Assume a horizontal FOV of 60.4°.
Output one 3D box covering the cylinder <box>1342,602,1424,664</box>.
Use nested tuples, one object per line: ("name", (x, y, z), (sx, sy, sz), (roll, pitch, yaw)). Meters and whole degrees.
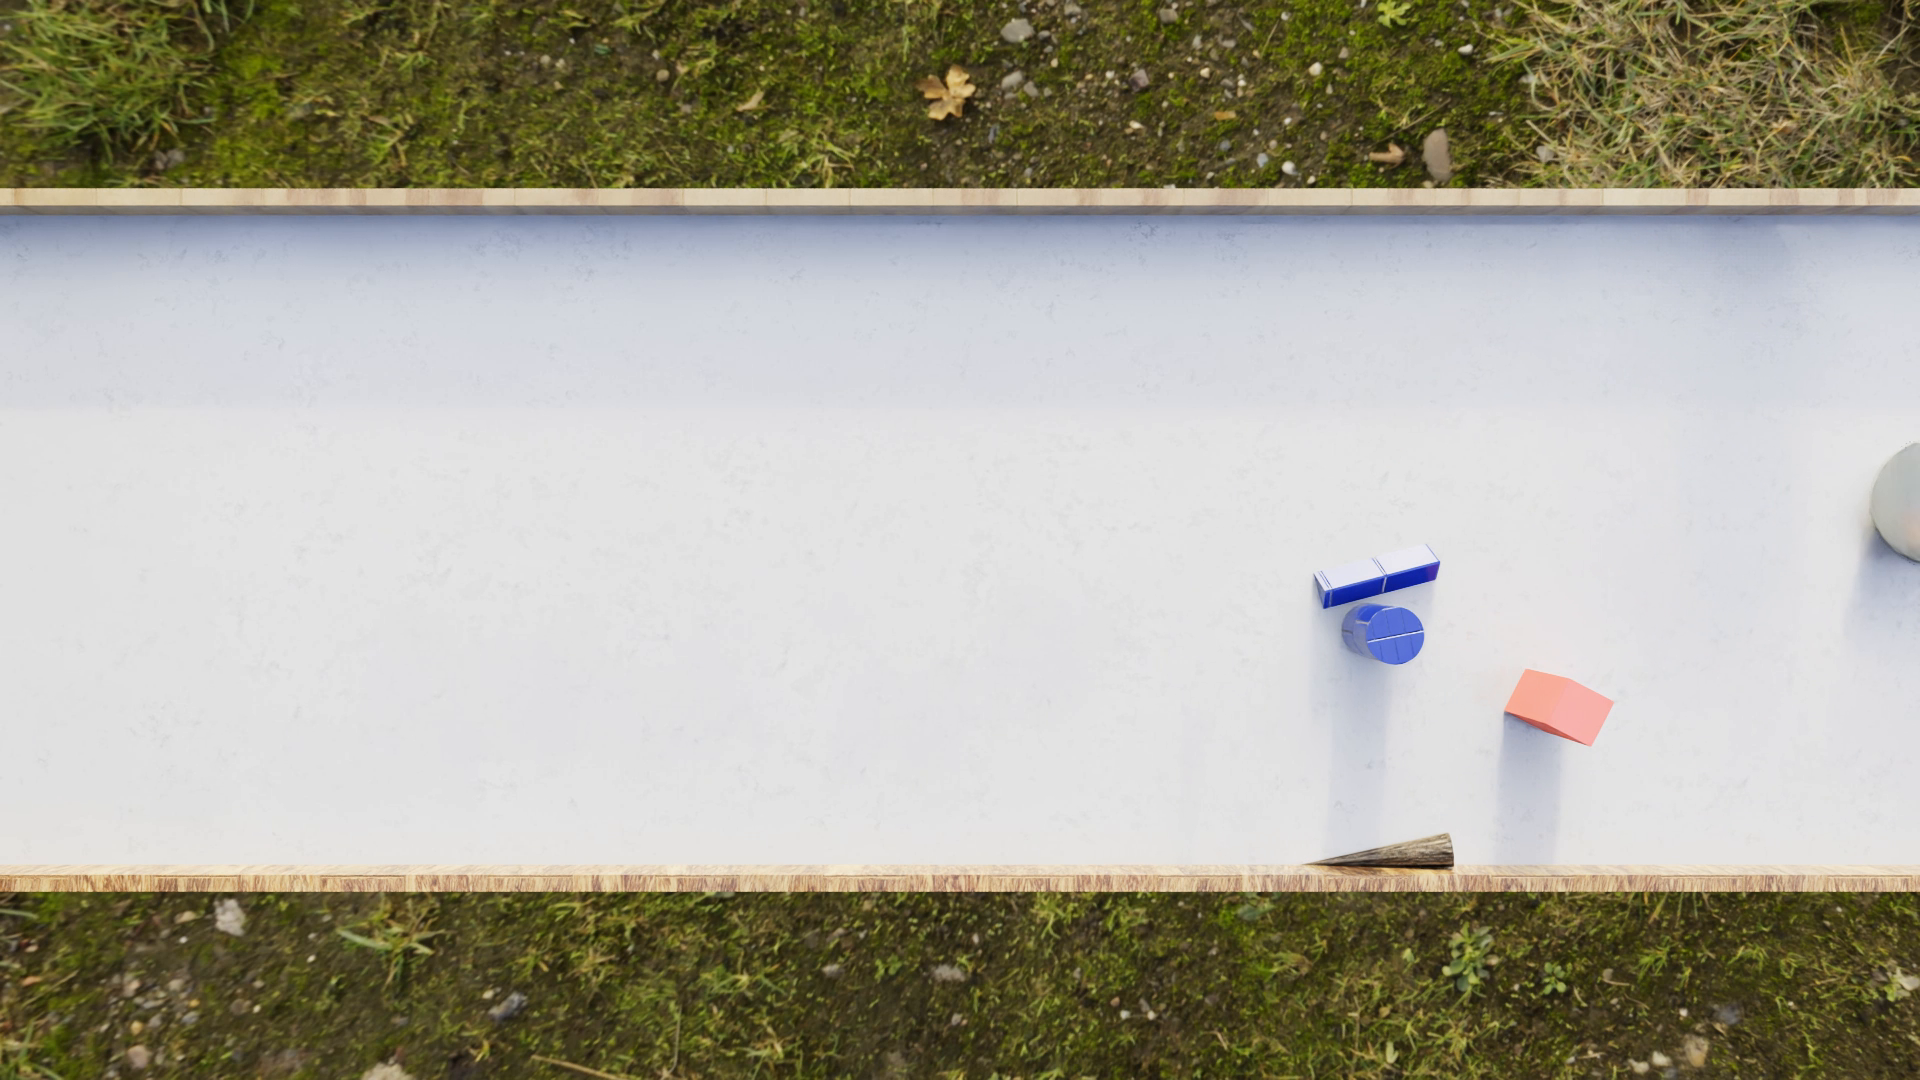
("cylinder", (1.258, 0.277, 4.922), (0.169, 0.310, 0.169), (0, 90, 0))

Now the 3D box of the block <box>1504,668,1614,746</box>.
("block", (1.772, 0.493, 4.893), (0.146, 0.366, 0.146), (27, 90, 0))

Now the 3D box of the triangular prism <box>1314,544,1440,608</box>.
("triangular prism", (1.276, 0.111, 5.024), (0.359, 0.099, 0.114), (-15, 90, 0))

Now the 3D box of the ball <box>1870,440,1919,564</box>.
("ball", (2.920, -0.113, 4.880), (0.393, 0.393, 0.393), (0, 90, 0))

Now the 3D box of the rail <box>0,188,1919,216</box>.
("rail", (-2.247, -1.025, 5.002), (12.000, 0.150, 0.050), (0, 90, 0))

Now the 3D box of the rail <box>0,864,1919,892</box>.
("rail", (-2.247, 1.025, 5.001), (12.000, 0.150, 0.050), (0, 90, 0))

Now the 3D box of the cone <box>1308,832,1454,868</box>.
("cone", (1.268, 0.972, 5.051), (0.459, 0.103, 0.103), (-7, 90, 6))
